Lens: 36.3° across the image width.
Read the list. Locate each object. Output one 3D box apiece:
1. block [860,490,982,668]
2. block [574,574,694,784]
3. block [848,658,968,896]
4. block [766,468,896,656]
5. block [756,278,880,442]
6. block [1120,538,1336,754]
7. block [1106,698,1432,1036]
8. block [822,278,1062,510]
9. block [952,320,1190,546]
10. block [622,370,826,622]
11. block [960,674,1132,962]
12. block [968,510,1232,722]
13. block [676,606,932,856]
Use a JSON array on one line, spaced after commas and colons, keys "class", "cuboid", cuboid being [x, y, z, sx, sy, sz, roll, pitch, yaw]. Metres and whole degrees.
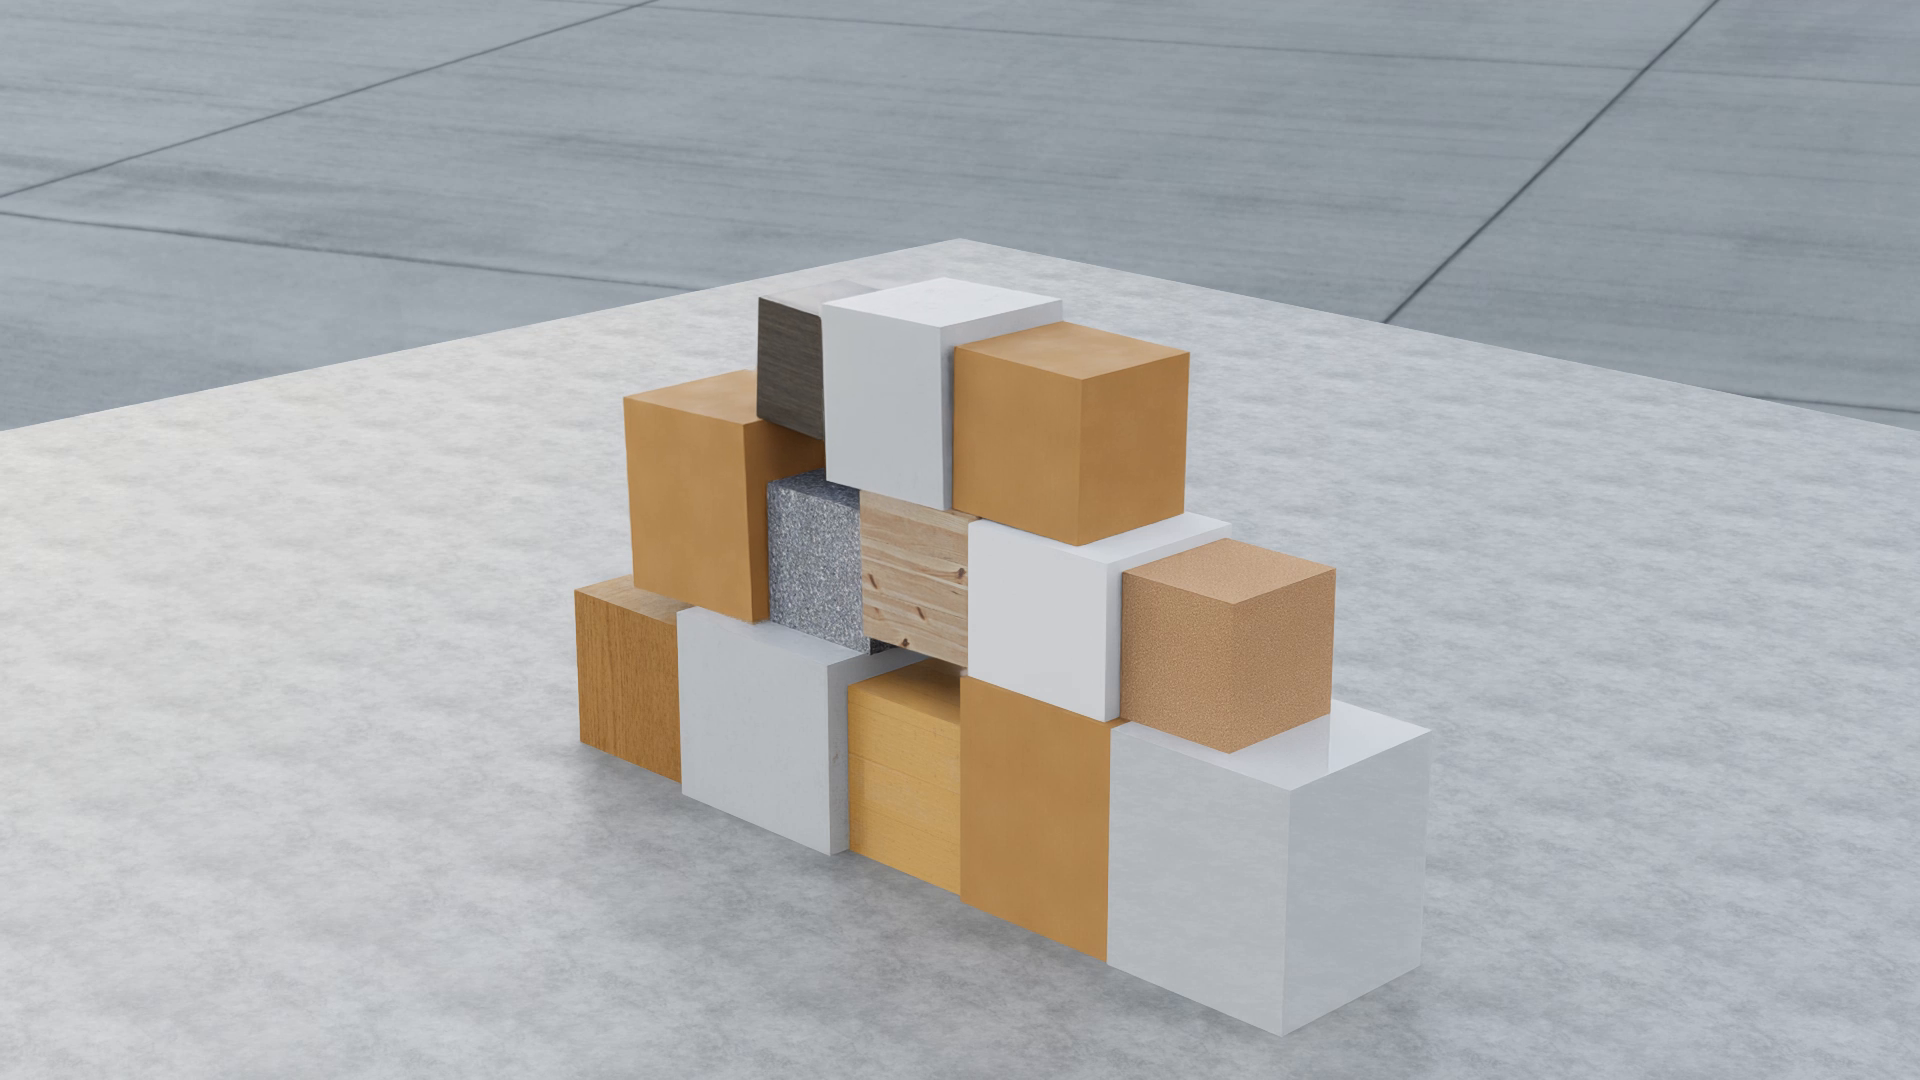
[{"class": "block", "cuboid": [0.069, 0.091, 13.318, 0.722, 0.711, 0.740, -17, 23, -42]}, {"class": "block", "cuboid": [-1.312, 0.643, 14.929, 0.900, 0.822, 0.902, -17, 24, -42]}, {"class": "block", "cuboid": [0.034, 1.057, 13.616, 0.791, 0.818, 0.767, -17, 24, -42]}, {"class": "block", "cuboid": [-0.448, 0.068, 13.841, 0.600, 0.687, 0.697, -17, 24, -42]}, {"class": "block", "cuboid": [-0.556, -0.835, 13.663, 0.565, 0.582, 0.536, 20, 26, 41]}, {"class": "block", "cuboid": [1.122, 0.432, 12.299, 0.666, 0.646, 0.600, -17, 24, -42]}, {"class": "block", "cuboid": [1.300, 1.305, 12.394, 0.938, 1.078, 0.957, -17, 24, -42]}, {"class": "block", "cuboid": [-0.074, -0.673, 13.209, 0.754, 0.820, 0.769, 15, 23, 43]}, {"class": "block", "cuboid": [0.476, -0.474, 12.699, 0.683, 0.728, 0.747, -17, 25, -42]}, {"class": "block", "cuboid": [-1.035, -0.236, 14.347, 0.783, 0.966, 0.891, -17, 22, -42]}, {"class": "block", "cuboid": [0.649, 1.106, 13.034, 0.942, 1.074, 0.890, -17, 24, -42]}, {"class": "block", "cuboid": [0.605, 0.262, 12.762, 0.801, 0.700, 0.807, -17, 24, -42]}, {"class": "block", "cuboid": [-0.613, 0.798, 14.234, 1.050, 0.942, 1.070, -17, 24, -42]}]
